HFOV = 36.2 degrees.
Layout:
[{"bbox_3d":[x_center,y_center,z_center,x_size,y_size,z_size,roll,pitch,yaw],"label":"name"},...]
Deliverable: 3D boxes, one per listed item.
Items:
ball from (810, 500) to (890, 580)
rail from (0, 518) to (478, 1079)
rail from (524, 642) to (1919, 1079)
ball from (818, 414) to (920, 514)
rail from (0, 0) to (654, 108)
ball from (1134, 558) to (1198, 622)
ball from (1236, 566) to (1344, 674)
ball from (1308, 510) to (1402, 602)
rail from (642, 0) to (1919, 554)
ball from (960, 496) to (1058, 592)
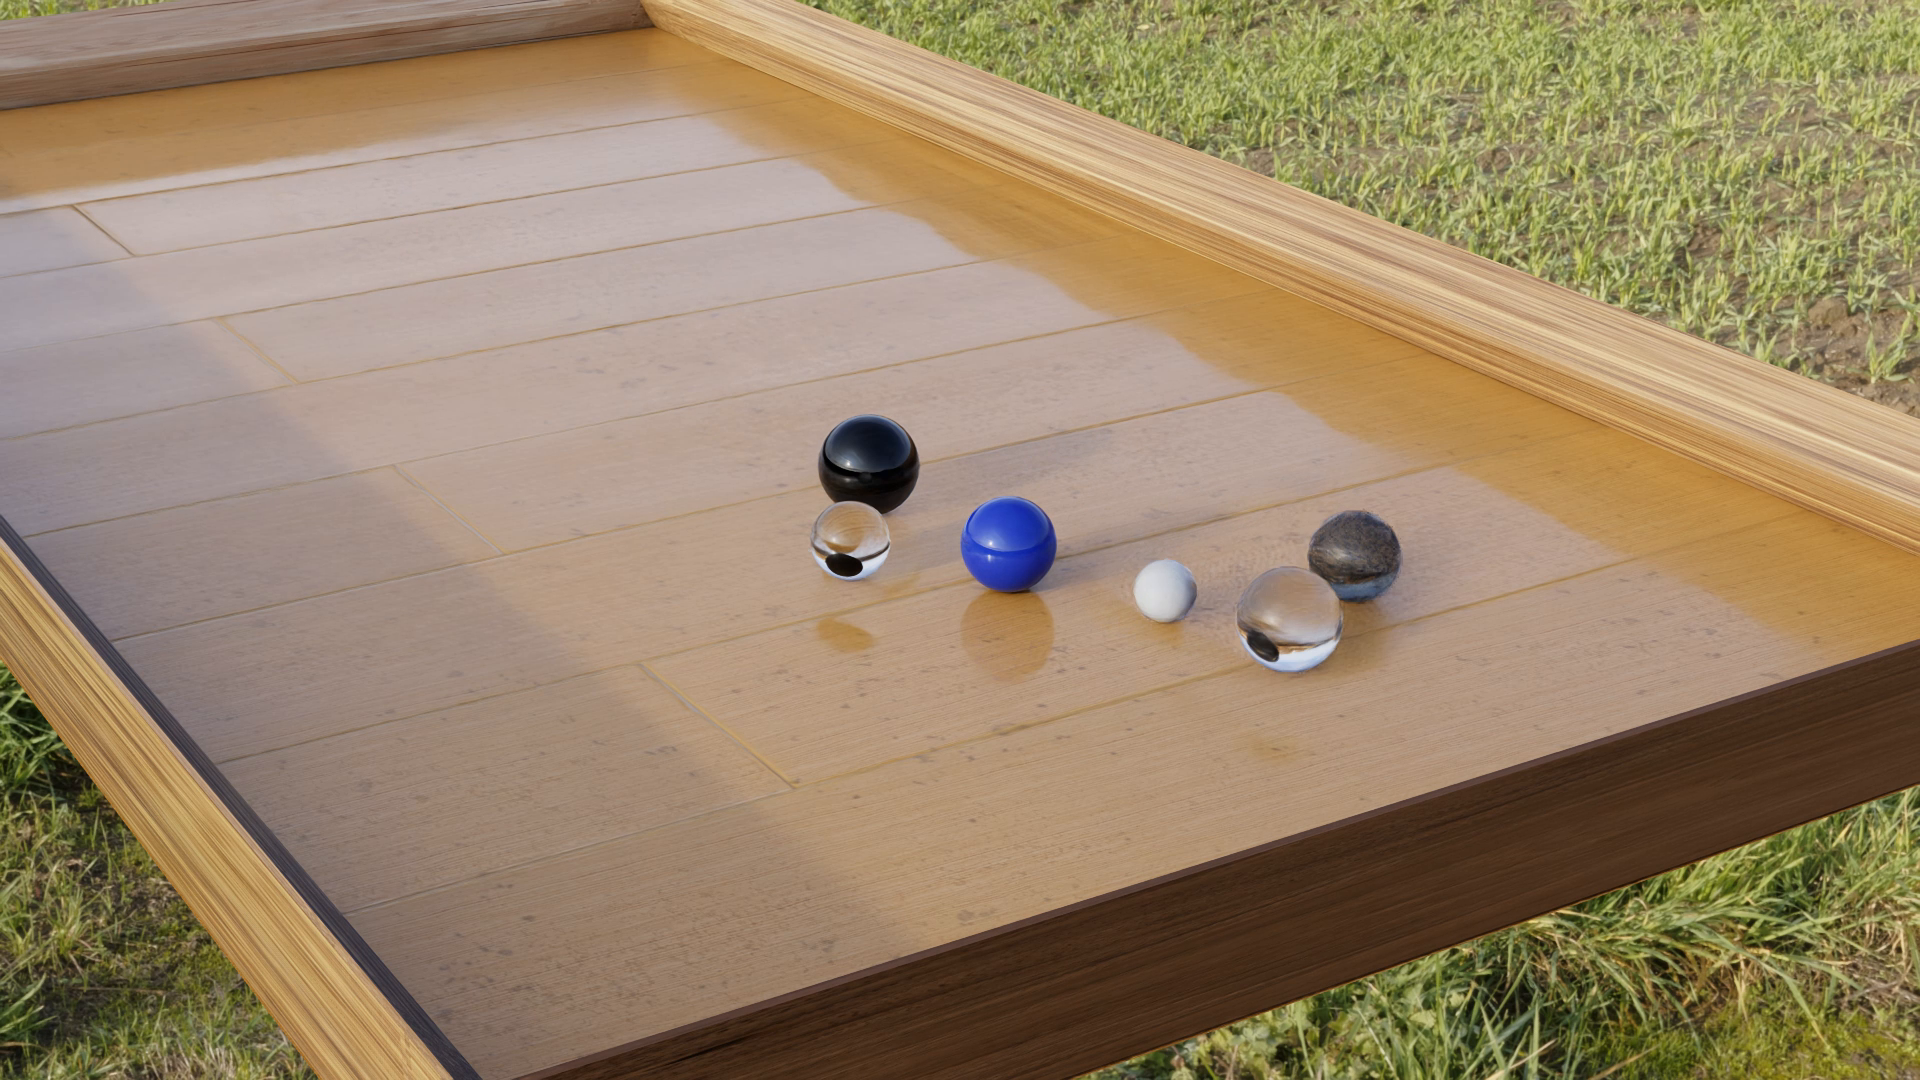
[{"bbox_3d":[-0.089,0.000,2.393,0.066,0.066,0.066,0,22,0],"label":"ball"},{"bbox_3d":[-0.931,-0.099,2.568,0.045,0.114,2.658,-13,26,-29],"label":"rail"},{"bbox_3d":[0.337,0.187,1.874,1.415,0.114,0.045,-13,26,-29],"label":"rail"},{"bbox_3d":[-0.078,-0.064,2.520,0.088,0.088,0.088,0,22,0],"label":"ball"},{"bbox_3d":[-1.037,-0.658,3.927,1.415,0.114,0.045,-13,26,-29],"label":"rail"},{"bbox_3d":[0.162,0.040,2.318,0.050,0.050,0.050,0,22,0],"label":"ball"},{"bbox_3d":[0.250,0.060,2.227,0.081,0.081,0.081,0,22,0],"label":"ball"},{"bbox_3d":[0.315,0.013,2.352,0.074,0.074,0.074,0,22,0],"label":"ball"},{"bbox_3d":[0.232,-0.373,3.233,0.045,0.114,2.658,-13,26,-29],"label":"rail"},{"bbox_3d":[0.039,0.003,2.369,0.078,0.078,0.078,0,22,0],"label":"ball"}]
